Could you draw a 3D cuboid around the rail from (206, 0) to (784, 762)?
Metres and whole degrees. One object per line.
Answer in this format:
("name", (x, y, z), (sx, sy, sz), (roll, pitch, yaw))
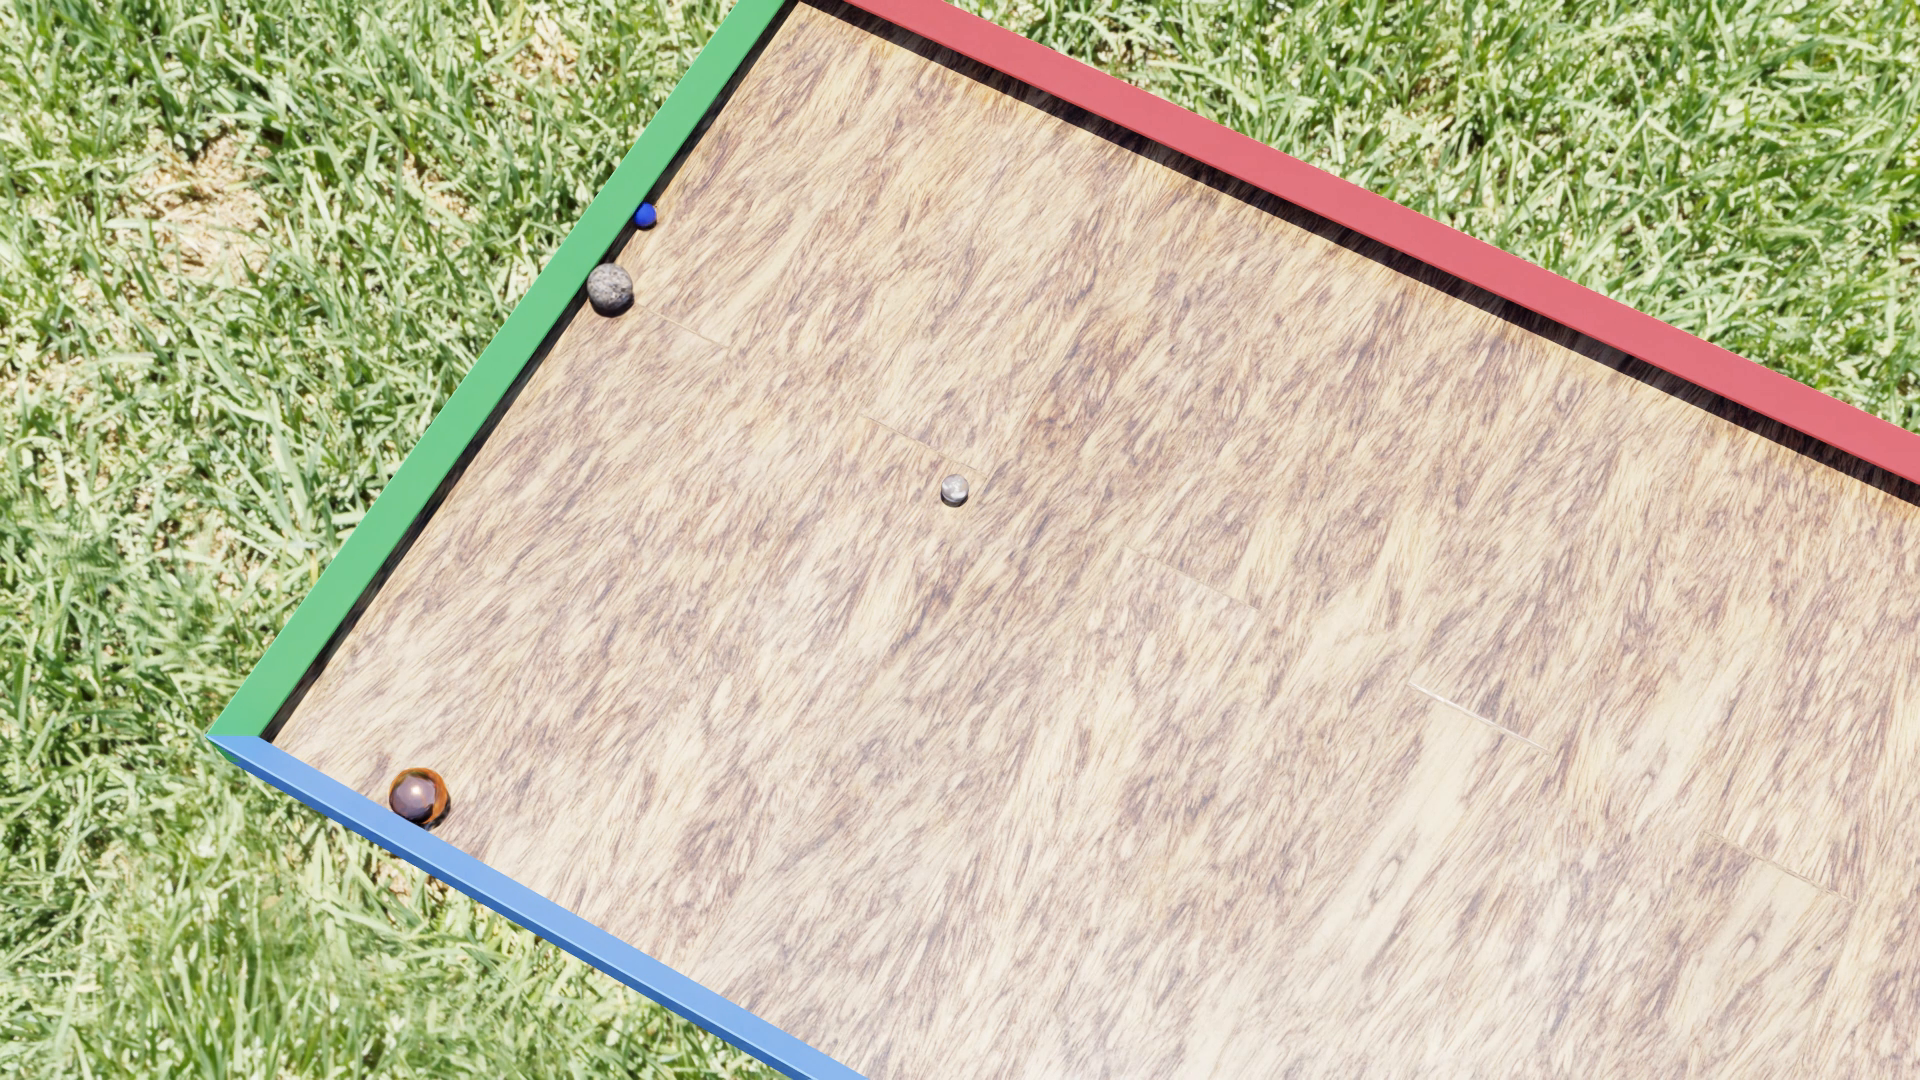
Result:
("rail", (-0.705, -0.365, 3.682), (0.045, 0.114, 1.736), (27, 69, 11))

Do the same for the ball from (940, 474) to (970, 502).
("ball", (-0.008, -0.085, 3.595), (0.047, 0.047, 0.047), (0, 66, 0))

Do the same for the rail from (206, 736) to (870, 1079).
("rail", (0.320, 1.026, 3.059), (3.309, 0.114, 0.045), (27, 69, 11))

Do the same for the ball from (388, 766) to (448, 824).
("ball", (-0.828, 0.390, 3.359), (0.088, 0.088, 0.088), (0, 66, 0))

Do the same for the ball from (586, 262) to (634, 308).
("ball", (-0.594, -0.431, 3.733), (0.077, 0.077, 0.077), (0, 66, 0))

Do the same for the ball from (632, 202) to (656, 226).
("ball", (-0.547, -0.564, 3.812), (0.042, 0.042, 0.042), (0, 66, 0))

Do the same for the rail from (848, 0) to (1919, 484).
("rail", (1.131, -0.326, 3.665), (3.309, 0.114, 0.045), (27, 69, 11))
